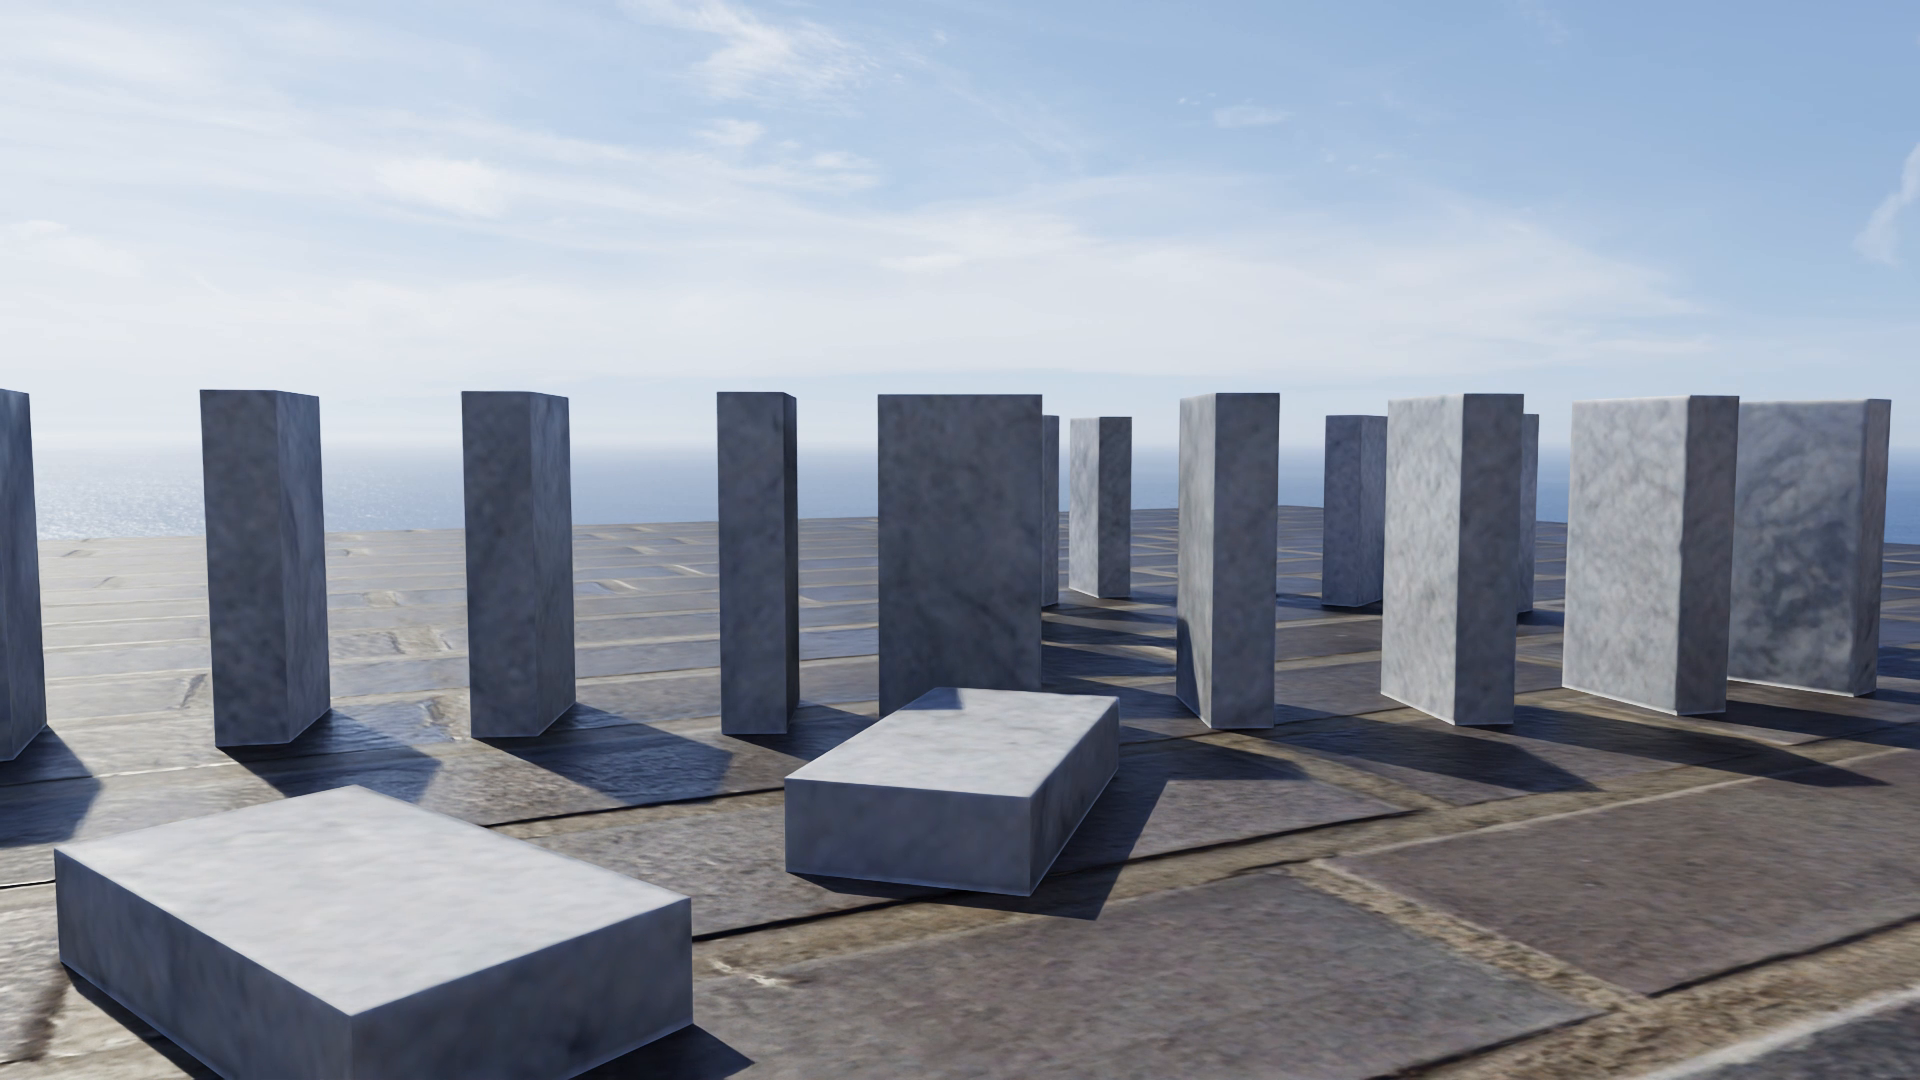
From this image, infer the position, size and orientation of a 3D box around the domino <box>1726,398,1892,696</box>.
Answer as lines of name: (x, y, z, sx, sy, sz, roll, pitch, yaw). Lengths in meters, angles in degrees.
domino: (0.147, 0.001, 0.227, 0.009, 0.050, 0.025, -3, 5, -36)

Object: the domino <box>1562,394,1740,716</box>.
domino: (0.114, 0.002, 0.213, 0.009, 0.050, 0.025, -1, 4, -16)

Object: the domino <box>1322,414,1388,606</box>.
domino: (0.107, -0.008, 0.346, 0.010, 0.050, 0.025, 3, 5, 36)

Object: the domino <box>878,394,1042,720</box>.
domino: (0.000, 0.002, 0.201, 0.025, 0.050, 0.009, 0, 4, 0)

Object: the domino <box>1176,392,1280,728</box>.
domino: (0.042, 0.002, 0.203, 0.010, 0.050, 0.025, 0, 4, -2)

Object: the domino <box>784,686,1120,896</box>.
domino: (0.002, 0.027, 0.148, 0.025, 0.009, 0.050, 1, 4, 17)

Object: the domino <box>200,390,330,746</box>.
domino: (-0.103, 0.003, 0.192, 0.010, 0.050, 0.025, -1, 4, -14)

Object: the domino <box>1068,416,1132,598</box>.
domino: (0.040, -0.010, 0.367, 0.009, 0.050, 0.025, -1, 4, -14)

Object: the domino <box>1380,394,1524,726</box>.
domino: (0.078, 0.002, 0.205, 0.009, 0.050, 0.025, -1, 4, -7)

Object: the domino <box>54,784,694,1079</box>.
domino: (-0.047, 0.030, 0.100, 0.050, 0.009, 0.025, 3, 5, 38)

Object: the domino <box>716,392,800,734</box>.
domino: (-0.031, 0.003, 0.199, 0.009, 0.050, 0.025, 0, 4, -3)

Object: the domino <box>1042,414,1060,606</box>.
domino: (0.013, -0.008, 0.344, 0.025, 0.050, 0.010, 2, 5, 26)

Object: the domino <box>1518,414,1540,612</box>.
domino: (0.134, -0.007, 0.322, 0.025, 0.050, 0.010, -4, 6, -41)

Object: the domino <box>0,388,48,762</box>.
domino: (-0.137, 0.004, 0.180, 0.010, 0.050, 0.025, -2, 5, -27)

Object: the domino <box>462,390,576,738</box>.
domino: (-0.067, 0.003, 0.197, 0.009, 0.050, 0.025, 0, 4, -4)
